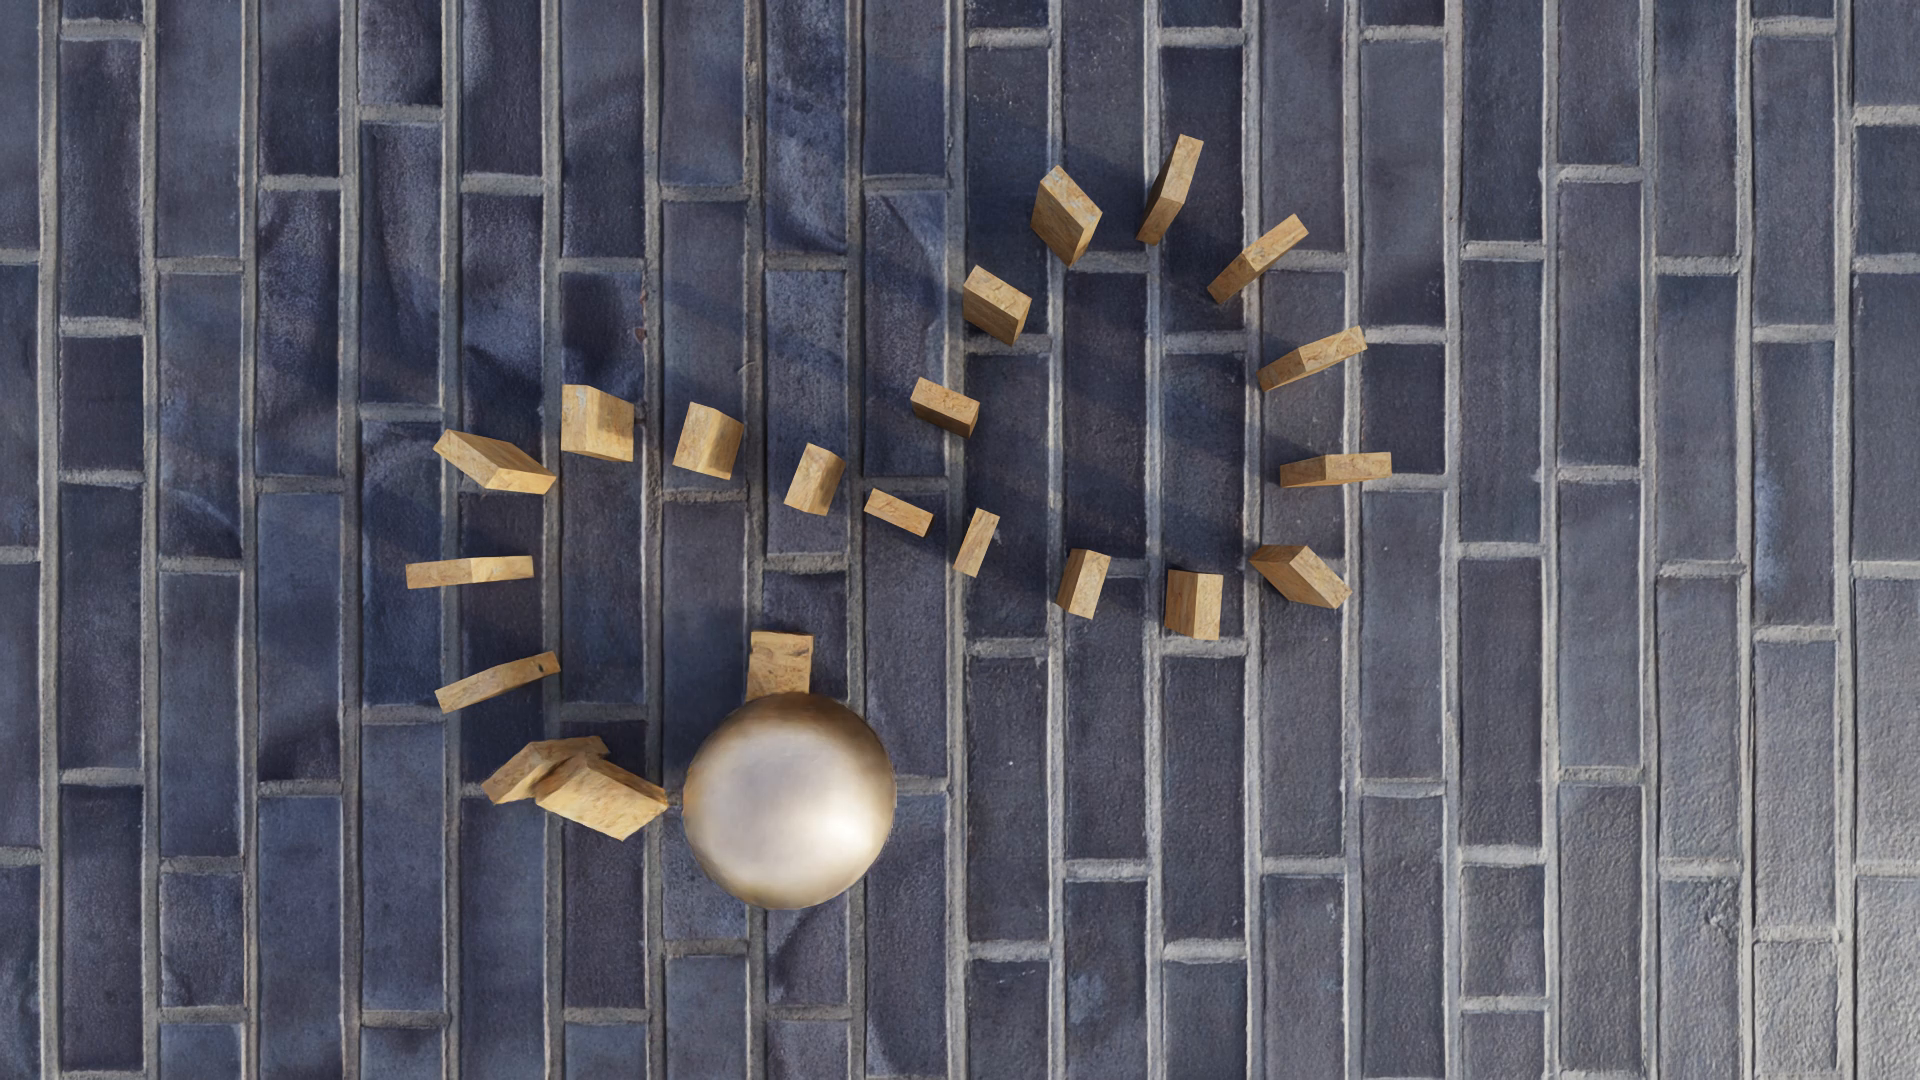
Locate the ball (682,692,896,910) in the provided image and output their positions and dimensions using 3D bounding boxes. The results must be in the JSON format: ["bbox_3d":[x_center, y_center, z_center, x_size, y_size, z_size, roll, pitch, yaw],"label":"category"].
[{"bbox_3d":[-0.065,0.099,0.351,0.080,0.080,0.080,0,90,0],"label":"ball"}]

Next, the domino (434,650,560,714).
[{"bbox_3d":[-0.187,0.057,0.375,0.025,0.050,0.009,-22,90,0],"label":"domino"}]

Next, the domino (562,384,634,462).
[{"bbox_3d":[-0.147,-0.047,0.375,0.010,0.050,0.025,2,90,0],"label":"domino"}]

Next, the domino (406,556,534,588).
[{"bbox_3d":[-0.199,0.013,0.375,0.025,0.050,0.009,-6,90,0],"label":"domino"}]

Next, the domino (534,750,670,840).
[{"bbox_3d":[-0.147,0.106,0.378,0.025,0.050,0.009,-36,49,1],"label":"domino"}]

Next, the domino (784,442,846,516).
[{"bbox_3d":[-0.058,-0.024,0.375,0.010,0.050,0.025,21,90,0],"label":"domino"}]

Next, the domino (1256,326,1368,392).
[{"bbox_3d":[0.142,-0.073,0.375,0.025,0.050,0.009,-20,90,0],"label":"domino"}]

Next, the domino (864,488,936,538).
[{"bbox_3d":[-0.024,-0.010,0.375,0.025,0.050,0.009,24,90,0],"label":"domino"}]

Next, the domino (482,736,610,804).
[{"bbox_3d":[-0.168,0.093,0.375,0.025,0.050,0.009,-41,78,0],"label":"domino"}]

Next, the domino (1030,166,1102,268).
[{"bbox_3d":[0.042,-0.131,0.375,0.010,0.050,0.025,-43,90,0],"label":"domino"}]

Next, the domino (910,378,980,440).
[{"bbox_3d":[-0.006,-0.053,0.375,0.025,0.050,0.010,23,90,0],"label":"domino"}]

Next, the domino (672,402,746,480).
[{"bbox_3d":[-0.102,-0.039,0.375,0.009,0.050,0.025,16,90,0],"label":"domino"}]

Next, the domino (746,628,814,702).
[{"bbox_3d":[-0.079,0.065,0.395,0.025,0.010,0.050,5,90,0],"label":"domino"}]

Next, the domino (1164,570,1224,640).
[{"bbox_3d":[0.095,0.026,0.375,0.010,0.050,0.025,4,90,0],"label":"domino"}]

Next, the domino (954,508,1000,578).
[{"bbox_3d":[0.006,0.001,0.375,0.010,0.050,0.025,22,90,0],"label":"domino"}]

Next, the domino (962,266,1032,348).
[{"bbox_3d":[0.014,-0.095,0.375,0.025,0.050,0.009,31,90,0],"label":"domino"}]

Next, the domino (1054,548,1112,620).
[{"bbox_3d":[0.050,0.017,0.375,0.009,0.050,0.025,17,90,0],"label":"domino"}]

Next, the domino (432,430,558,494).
[{"bbox_3d":[-0.189,-0.031,0.375,0.025,0.050,0.009,37,90,0],"label":"domino"}]

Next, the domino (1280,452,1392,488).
[{"bbox_3d":[0.152,-0.028,0.375,0.025,0.050,0.009,-3,90,0],"label":"domino"}]

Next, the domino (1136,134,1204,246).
[{"bbox_3d":[0.085,-0.142,0.375,0.010,0.050,0.025,18,90,0],"label":"domino"}]

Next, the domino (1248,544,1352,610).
[{"bbox_3d":[0.138,0.014,0.375,0.025,0.050,0.009,45,90,0],"label":"domino"}]

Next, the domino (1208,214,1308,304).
[{"bbox_3d":[0.120,-0.114,0.375,0.025,0.050,0.009,-36,90,0],"label":"domino"}]
